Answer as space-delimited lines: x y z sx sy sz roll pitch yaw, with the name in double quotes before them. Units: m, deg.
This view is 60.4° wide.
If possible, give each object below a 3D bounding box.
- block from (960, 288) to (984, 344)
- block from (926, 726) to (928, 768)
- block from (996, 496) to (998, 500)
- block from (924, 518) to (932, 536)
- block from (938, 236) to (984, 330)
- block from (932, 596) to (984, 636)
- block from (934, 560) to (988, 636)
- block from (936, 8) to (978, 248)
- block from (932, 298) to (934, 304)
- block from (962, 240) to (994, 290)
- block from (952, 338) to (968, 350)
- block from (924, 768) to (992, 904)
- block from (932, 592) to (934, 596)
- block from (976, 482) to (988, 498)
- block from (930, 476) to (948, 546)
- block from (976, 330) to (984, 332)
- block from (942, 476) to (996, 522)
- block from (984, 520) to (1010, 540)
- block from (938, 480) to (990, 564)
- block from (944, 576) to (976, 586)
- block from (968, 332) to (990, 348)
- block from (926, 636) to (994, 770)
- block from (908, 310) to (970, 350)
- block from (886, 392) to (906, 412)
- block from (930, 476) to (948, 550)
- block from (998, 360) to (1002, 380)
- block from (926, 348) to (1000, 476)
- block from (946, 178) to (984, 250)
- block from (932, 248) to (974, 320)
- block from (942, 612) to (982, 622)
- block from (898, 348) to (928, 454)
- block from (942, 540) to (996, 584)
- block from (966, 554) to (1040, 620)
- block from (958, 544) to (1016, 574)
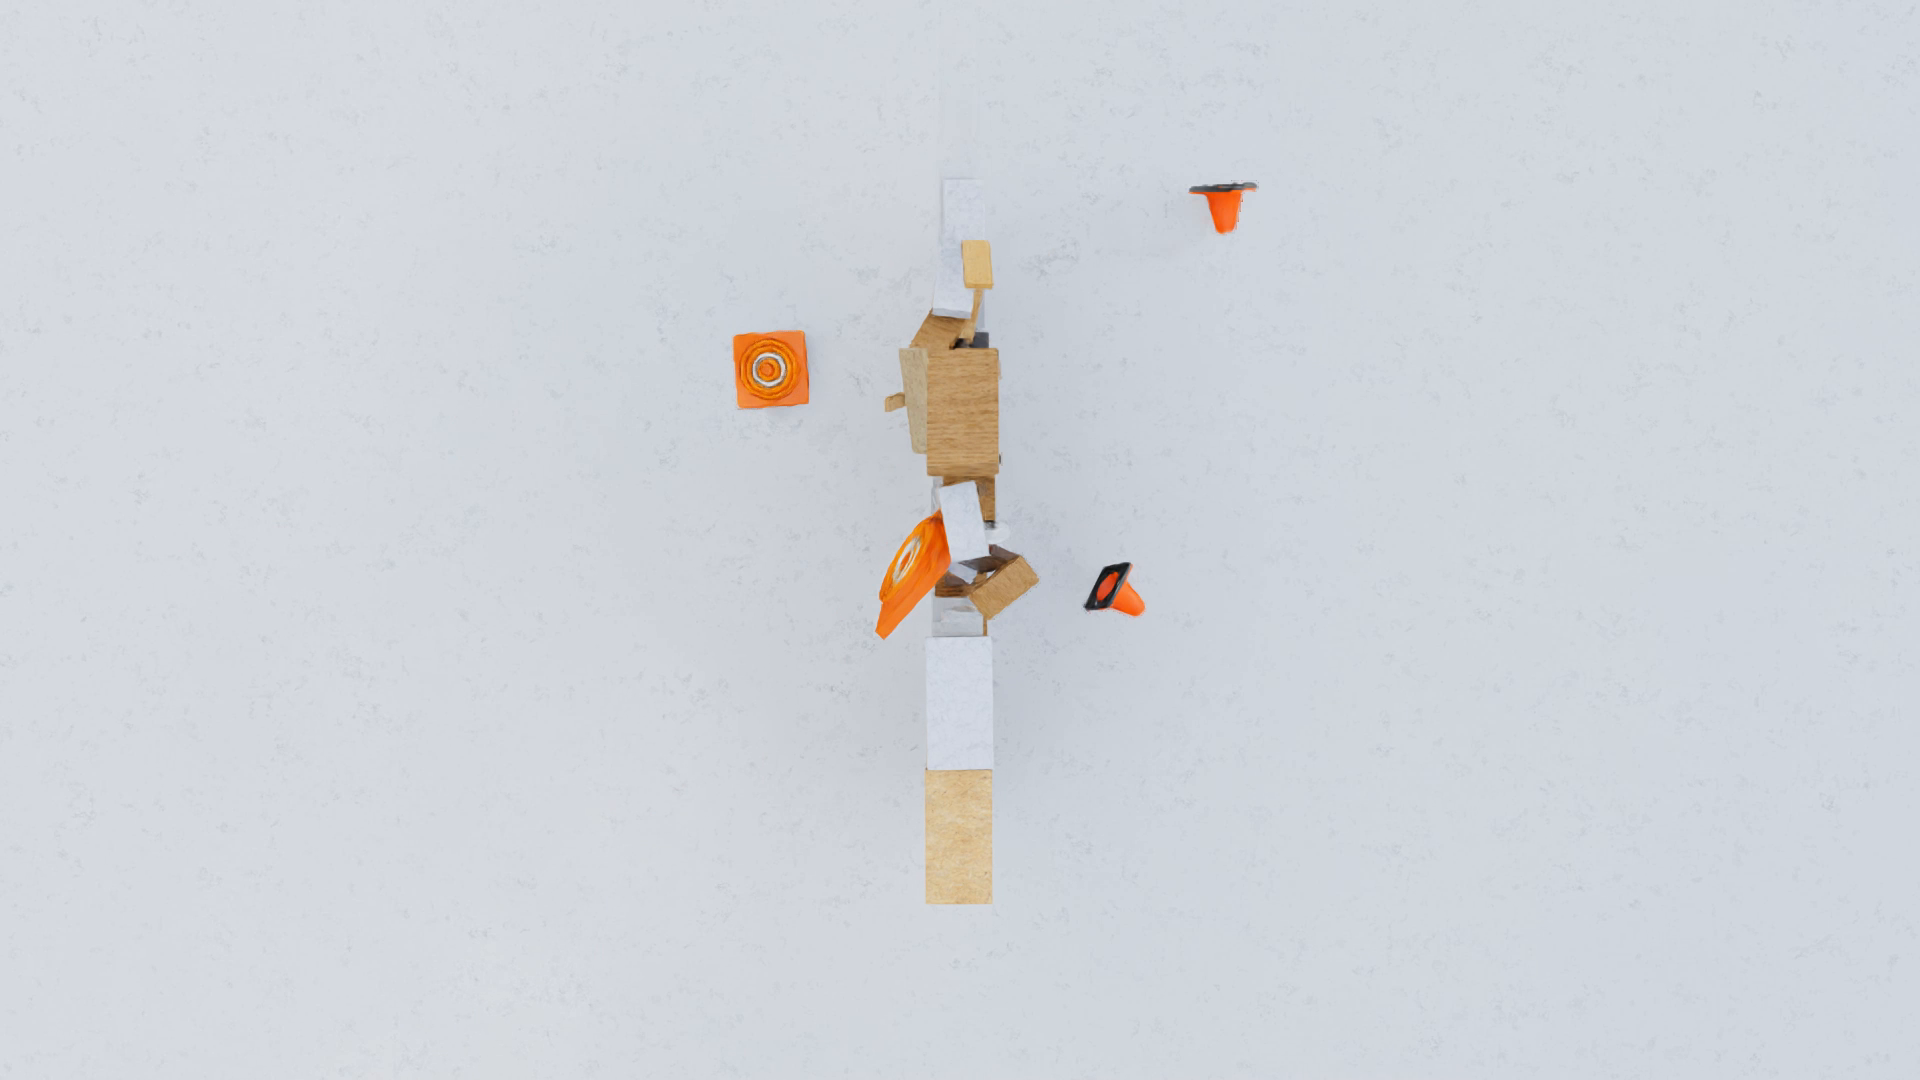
"block" 0.004 -0.730 5.096 0.112 0.032 0.259 8 67 7
"block" -0.005 0.604 4.509 0.172 0.049 0.345 0 90 0
"block" 0.030 -0.125 4.563 0.139 0.277 0.039 35 100 0
"block" -0.014 -0.033 4.917 0.167 0.334 0.047 3 91 -5
"block" 0.004 -0.811 5.189 0.144 0.041 0.289 0 90 0
"block" -0.006 0.292 4.471 0.138 0.039 0.275 0 90 0
"block" 0.003 0.213 4.787 0.155 0.044 0.310 0 90 0
"block" -0.008 -1.271 5.107 0.119 0.034 0.721 -1 97 0
"block" -0.022 -0.782 5.064 0.086 0.024 0.171 12 58 8
"block" 0.052 -0.842 5.037 0.086 0.024 0.171 1 59 -9
"block" -0.067 -0.511 4.988 0.112 0.032 0.224 5 59 33
"block" -0.003 0.739 4.126 0.167 0.047 0.335 0 90 0
"block" -0.003 0.331 5.142 0.167 0.047 0.334 0 90 0
"block" 0.012 -0.120 4.271 0.096 0.192 0.027 -12 94 8
"block" 0.012 -0.145 4.734 0.167 0.047 0.334 4 83 -3
"block" 0.004 -0.701 5.355 0.144 0.289 0.041 0 88 0
"block" 0.022 -0.187 4.410 0.139 0.039 0.277 0 81 -3
"block" 0.078 -0.024 4.321 0.096 0.310 0.027 -6 94 1
"block" 0.009 -0.045 4.155 0.096 0.027 0.192 -12 87 8
"block" 0.001 0.116 4.661 0.087 0.207 0.025 -1 88 0
"block" 0.001 -0.480 5.140 0.168 0.048 0.336 2 90 0
"block" -0.001 0.404 4.100 0.164 0.046 0.328 -1 90 0
"block" -0.059 -0.633 5.002 0.112 0.032 0.224 21 60 13
"block" -0.202 -0.447 5.318 0.014 0.096 0.048 26 126 35
"block" -0.002 -0.139 5.135 0.169 0.048 0.338 2 90 0
"block" 0.014 -0.458 4.520 0.175 0.701 0.049 -6 96 0
"block" 0.008 -0.317 4.060 0.175 0.049 0.349 -2 58 3
"block" 0.015 -0.996 5.107 0.119 0.034 0.238 0 97 0
"block" -0.014 -0.783 5.028 0.119 0.034 0.238 7 58 -1
"block" 0.005 0.204 4.359 0.086 0.173 0.024 0 88 -7
"block" -0.120 -0.415 4.921 0.086 0.024 0.317 3 109 33
"block" 0.035 0.023 4.507 0.087 0.025 0.174 31 90 -15
"block" 0.112 0.122 4.251 0.173 0.024 0.086 -38 110 1
"block" 0.073 0.051 4.373 0.086 0.256 0.024 24 76 -18
